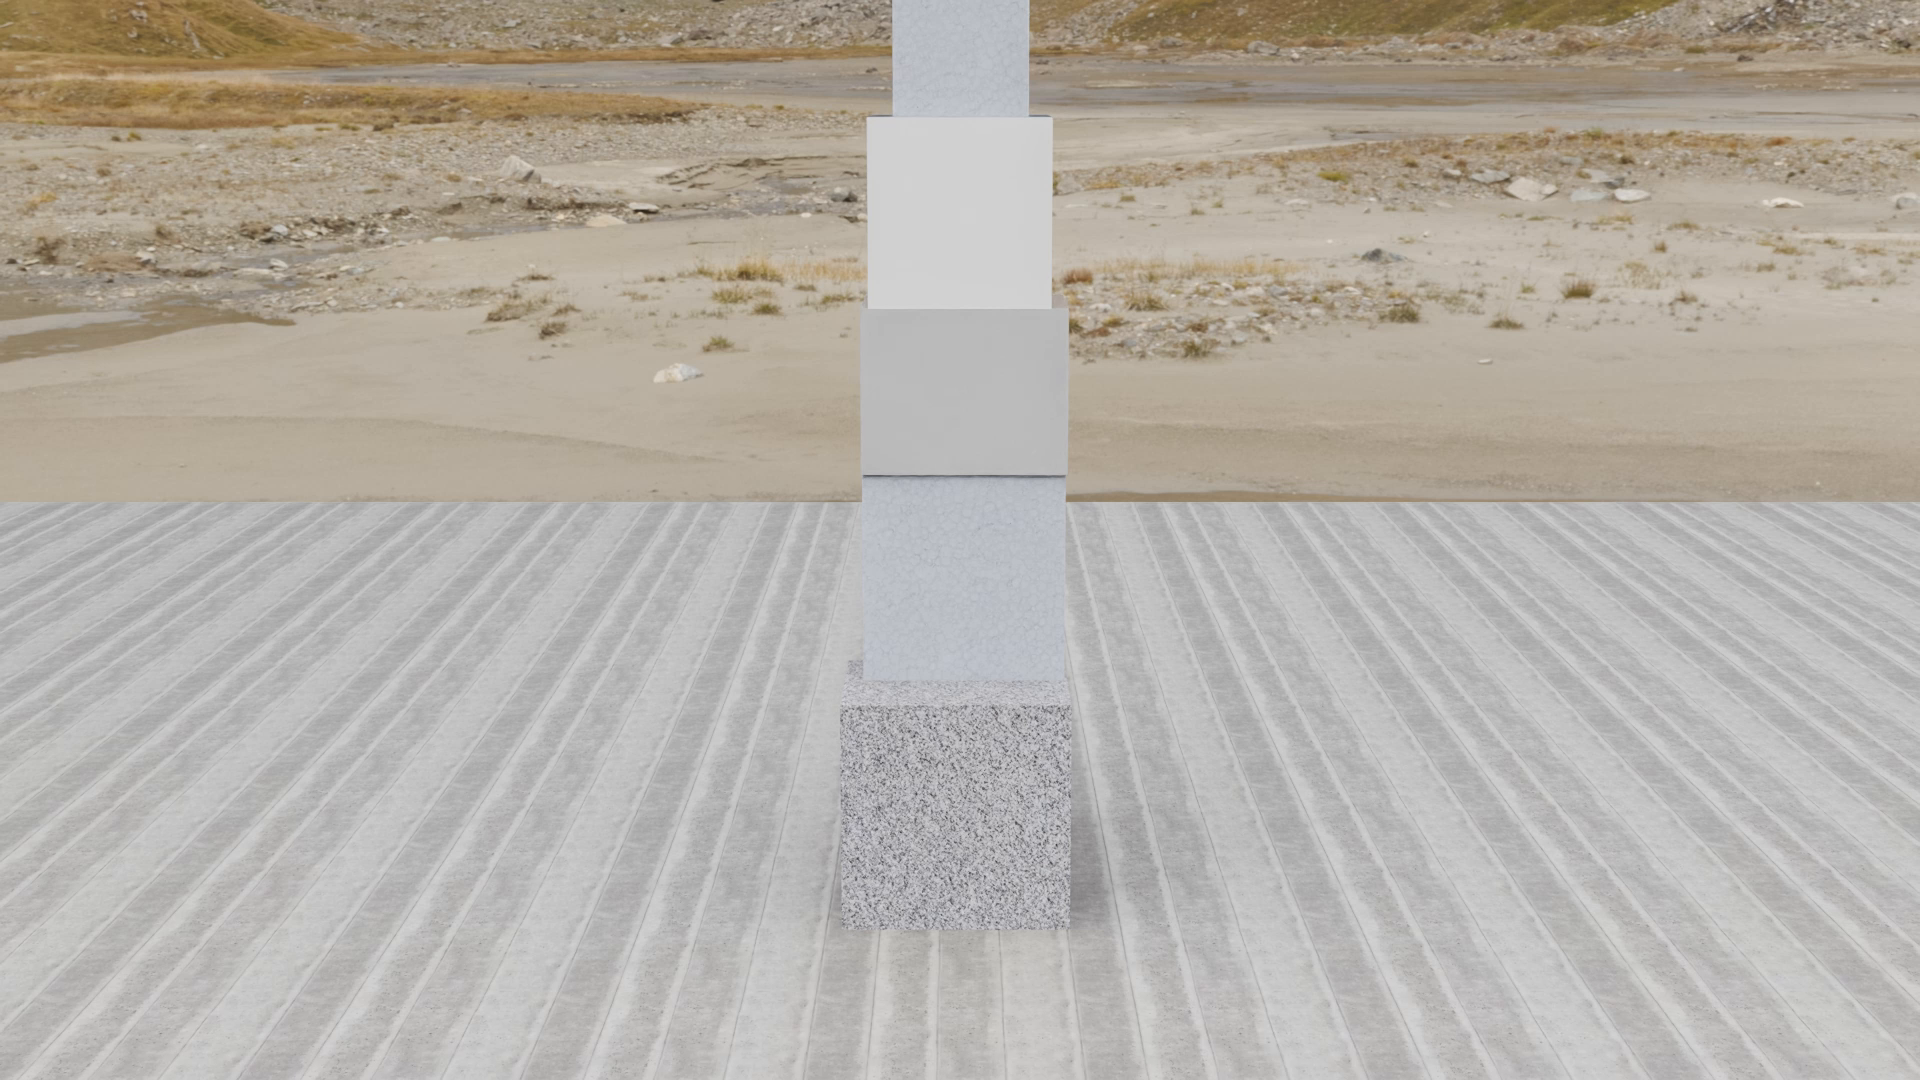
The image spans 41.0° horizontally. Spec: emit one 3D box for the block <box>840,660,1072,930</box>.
[{"bbox_3d":[-0.017,1.074,10.979,0.948,0.958,0.822,0,10,0],"label":"block"}]

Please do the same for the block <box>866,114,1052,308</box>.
[{"bbox_3d":[-0.001,-1.410,10.924,0.761,0.782,0.734,0,10,0],"label":"block"}]

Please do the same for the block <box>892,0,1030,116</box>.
[{"bbox_3d":[0.003,-2.068,10.804,0.560,0.555,0.593,0,10,0],"label":"block"}]

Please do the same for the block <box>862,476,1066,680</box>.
[{"bbox_3d":[0.016,0.096,11.198,0.855,0.888,0.723,0,10,0],"label":"block"}]

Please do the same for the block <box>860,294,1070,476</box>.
[{"bbox_3d":[0.018,-0.683,11.056,0.867,0.696,0.764,0,10,0],"label":"block"}]
